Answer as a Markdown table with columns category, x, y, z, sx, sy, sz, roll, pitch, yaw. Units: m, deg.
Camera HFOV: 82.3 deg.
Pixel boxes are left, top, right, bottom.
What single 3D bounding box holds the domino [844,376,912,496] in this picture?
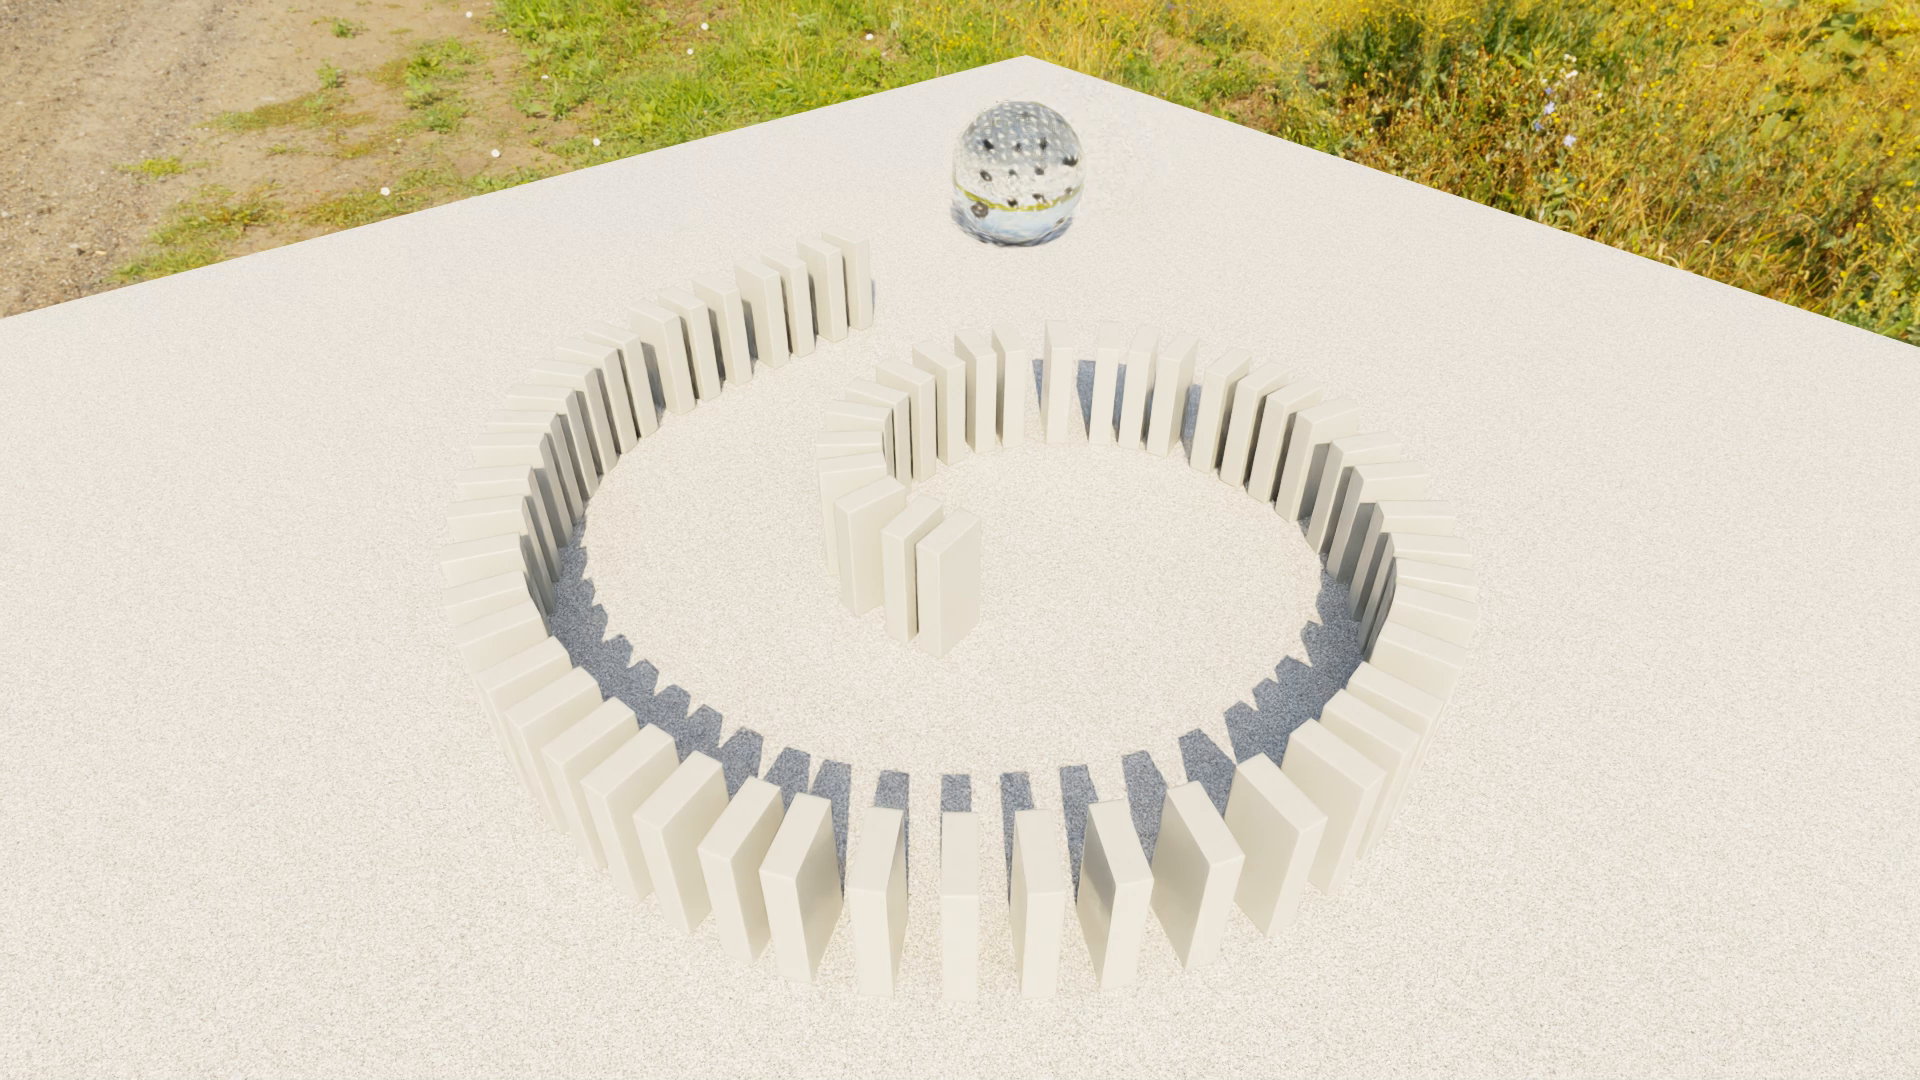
| category | x | y | z | sx | sy | sz | roll | pitch | yaw |
| --- | --- | --- | --- | --- | --- | --- | --- | --- | --- |
| domino | -0.034 | -0.042 | 0.462 | 0.025 | 0.050 | 0.009 | 20 | 43 | 23 |

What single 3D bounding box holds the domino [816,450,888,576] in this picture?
| category | x | y | z | sx | sy | sz | roll | pitch | yaw |
| --- | --- | --- | --- | --- | --- | --- | --- | --- | --- |
| domino | -0.040 | -0.010 | 0.423 | 0.025 | 0.050 | 0.010 | -8 | 40 | -10 |

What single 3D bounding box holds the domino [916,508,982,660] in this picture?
| category | x | y | z | sx | sy | sz | roll | pitch | yaw |
| --- | --- | --- | --- | --- | --- | --- | --- | --- | --- |
| domino | -0.004 | 0.016 | 0.392 | 0.009 | 0.050 | 0.025 | 24 | 45 | 27 |

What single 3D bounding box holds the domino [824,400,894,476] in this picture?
| category | x | y | z | sx | sy | sz | roll | pitch | yaw |
| --- | --- | --- | --- | --- | --- | --- | --- | --- | --- |
| domino | -0.040 | -0.032 | 0.451 | 0.025 | 0.050 | 0.009 | 10 | 40 | 11 |

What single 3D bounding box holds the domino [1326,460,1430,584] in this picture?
| category | x | y | z | sx | sy | sz | roll | pitch | yaw |
| --- | --- | --- | --- | --- | --- | --- | --- | --- | --- |
| domino | 0.159 | -0.006 | 0.419 | 0.025 | 0.050 | 0.009 | -5 | 40 | -6 |

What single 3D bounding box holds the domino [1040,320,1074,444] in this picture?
| category | x | y | z | sx | sy | sz | roll | pitch | yaw |
| --- | --- | --- | --- | --- | --- | --- | --- | --- | --- |
| domino | 0.044 | -0.071 | 0.498 | 0.009 | 0.050 | 0.025 | -2 | 39 | -2 |

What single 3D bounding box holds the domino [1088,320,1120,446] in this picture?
| category | x | y | z | sx | sy | sz | roll | pitch | yaw |
| --- | --- | --- | --- | --- | --- | --- | --- | --- | --- |
| domino | 0.065 | -0.071 | 0.498 | 0.009 | 0.050 | 0.025 | 5 | 40 | 6 |

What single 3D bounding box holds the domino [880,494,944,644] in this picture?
| category | x | y | z | sx | sy | sz | roll | pitch | yaw |
| --- | --- | --- | --- | --- | --- | --- | --- | --- | --- |
| domino | -0.017 | 0.011 | 0.398 | 0.009 | 0.050 | 0.025 | 22 | 44 | 25 |

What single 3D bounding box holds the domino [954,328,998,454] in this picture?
| category | x | y | z | sx | sy | sz | roll | pitch | yaw |
| --- | --- | --- | --- | --- | --- | --- | --- | --- | --- |
| domino | 0.007 | -0.066 | 0.492 | 0.010 | 0.050 | 0.025 | -15 | 42 | -18 |

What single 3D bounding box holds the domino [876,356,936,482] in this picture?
| category | x | y | z | sx | sy | sz | roll | pitch | yaw |
| --- | --- | --- | --- | --- | --- | --- | --- | --- | --- |
| domino | -0.023 | -0.052 | 0.474 | 0.025 | 0.050 | 0.010 | 28 | 47 | 30 |

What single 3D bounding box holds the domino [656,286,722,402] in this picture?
| category | x | y | z | sx | sy | sz | roll | pitch | yaw |
| --- | --- | --- | --- | --- | --- | --- | --- | --- | --- |
| domino | -0.129 | -0.093 | 0.525 | 0.025 | 0.050 | 0.009 | 29 | 47 | 31 |

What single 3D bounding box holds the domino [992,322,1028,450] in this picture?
| category | x | y | z | sx | sy | sz | roll | pitch | yaw |
| --- | --- | --- | --- | --- | --- | --- | --- | --- | --- |
| domino | 0.021 | -0.069 | 0.496 | 0.009 | 0.050 | 0.025 | -8 | 40 | -10 |

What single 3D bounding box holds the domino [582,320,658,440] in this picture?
| category | x | y | z | sx | sy | sz | roll | pitch | yaw |
| --- | --- | --- | --- | --- | --- | --- | --- | --- | --- |
| domino | -0.154 | -0.072 | 0.500 | 0.025 | 0.050 | 0.009 | 21 | 44 | 24 |

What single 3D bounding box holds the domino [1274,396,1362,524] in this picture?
| category | x | y | z | sx | sy | sz | roll | pitch | yaw |
| --- | --- | --- | --- | --- | --- | --- | --- | --- | --- |
| domino | 0.146 | -0.032 | 0.451 | 0.025 | 0.050 | 0.009 | -19 | 43 | -22 |

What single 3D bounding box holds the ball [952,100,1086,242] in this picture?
| category | x | y | z | sx | sy | sz | roll | pitch | yaw |
| --- | --- | --- | --- | --- | --- | --- | --- | --- | --- |
| ball | 0.035 | -0.219 | 0.655 | 0.080 | 0.080 | 0.080 | 0 | 39 | 0 |

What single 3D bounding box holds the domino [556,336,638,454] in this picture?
| category | x | y | z | sx | sy | sz | roll | pitch | yaw |
| --- | --- | --- | --- | --- | --- | --- | --- | --- | --- |
| domino | -0.161 | -0.064 | 0.489 | 0.025 | 0.050 | 0.009 | 15 | 42 | 18 |

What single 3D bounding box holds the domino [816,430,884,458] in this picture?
| category | x | y | z | sx | sy | sz | roll | pitch | yaw |
| --- | --- | --- | --- | --- | --- | --- | --- | --- | --- |
| domino | -0.042 | -0.020 | 0.436 | 0.025 | 0.050 | 0.010 | -1 | 39 | -2 |

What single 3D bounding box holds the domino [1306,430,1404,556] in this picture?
| category | x | y | z | sx | sy | sz | roll | pitch | yaw |
| --- | --- | --- | --- | --- | --- | --- | --- | --- | --- |
| domino | 0.155 | -0.018 | 0.434 | 0.025 | 0.050 | 0.009 | -9 | 40 | -11 |

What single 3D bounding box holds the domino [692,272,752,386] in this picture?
| category | x | y | z | sx | sy | sz | roll | pitch | yaw |
| --- | --- | --- | --- | --- | --- | --- | --- | --- | --- |
| domino | -0.116 | -0.102 | 0.537 | 0.025 | 0.050 | 0.010 | 31 | 49 | 32 |

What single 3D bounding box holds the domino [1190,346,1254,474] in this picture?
| category | x | y | z | sx | sy | sz | roll | pitch | yaw |
| --- | --- | --- | --- | --- | --- | --- | --- | --- | --- |
| domino | 0.114 | -0.056 | 0.480 | 0.010 | 0.050 | 0.025 | 27 | 46 | 29 |

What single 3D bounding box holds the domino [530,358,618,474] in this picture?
| category | x | y | z | sx | sy | sz | roll | pitch | yaw |
| --- | --- | --- | --- | --- | --- | --- | --- | --- | --- |
| domino | -0.167 | -0.053 | 0.476 | 0.025 | 0.050 | 0.009 | 9 | 40 | 11 |

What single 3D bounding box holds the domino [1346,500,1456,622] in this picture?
| category | x | y | z | sx | sy | sz | roll | pitch | yaw |
| --- | --- | --- | --- | --- | --- | --- | --- | --- | --- |
| domino | 0.160 | 0.008 | 0.401 | 0.025 | 0.050 | 0.010 | 0 | 39 | 0 |

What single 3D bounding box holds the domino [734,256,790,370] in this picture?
| category | x | y | z | sx | sy | sz | roll | pitch | yaw |
| --- | --- | --- | --- | --- | --- | --- | --- | --- | --- |
| domino | -0.099 | -0.113 | 0.550 | 0.009 | 0.050 | 0.025 | -32 | 49 | -33 |

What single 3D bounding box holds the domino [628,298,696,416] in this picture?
| category | x | y | z | sx | sy | sz | roll | pitch | yaw |
| --- | --- | --- | --- | --- | --- | --- | --- | --- | --- |
| domino | -0.140 | -0.085 | 0.516 | 0.025 | 0.050 | 0.009 | 27 | 46 | 29 |

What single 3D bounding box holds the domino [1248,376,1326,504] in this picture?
| category | x | y | z | sx | sy | sz | roll | pitch | yaw |
| --- | --- | --- | --- | --- | --- | --- | --- | --- | --- |
| domino | 0.137 | -0.042 | 0.462 | 0.025 | 0.050 | 0.009 | -26 | 46 | -28 |

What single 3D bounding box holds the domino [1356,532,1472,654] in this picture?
| category | x | y | z | sx | sy | sz | roll | pitch | yaw |
| --- | --- | --- | --- | --- | --- | --- | --- | --- | --- |
| domino | 0.159 | 0.020 | 0.386 | 0.025 | 0.050 | 0.009 | 5 | 40 | 6 |

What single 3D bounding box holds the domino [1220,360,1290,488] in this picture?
| category | x | y | z | sx | sy | sz | roll | pitch | yaw |
| --- | --- | --- | --- | --- | --- | --- | --- | --- | --- |
| domino | 0.126 | -0.049 | 0.472 | 0.025 | 0.050 | 0.009 | -32 | 49 | -33 |

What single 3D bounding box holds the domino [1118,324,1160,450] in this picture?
| category | x | y | z | sx | sy | sz | roll | pitch | yaw |
| --- | --- | --- | --- | --- | --- | --- | --- | --- | --- |
| domino | 0.081 | -0.068 | 0.495 | 0.010 | 0.050 | 0.025 | 12 | 41 | 14 |

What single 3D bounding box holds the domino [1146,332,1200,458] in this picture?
| category | x | y | z | sx | sy | sz | roll | pitch | yaw |
| --- | --- | --- | --- | --- | --- | --- | --- | --- | --- |
| domino | 0.095 | -0.064 | 0.490 | 0.010 | 0.050 | 0.025 | 19 | 43 | 22 |

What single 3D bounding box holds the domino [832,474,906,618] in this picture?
| category | x | y | z | sx | sy | sz | roll | pitch | yaw |
| --- | --- | --- | --- | --- | --- | --- | --- | --- | --- |
| domino | -0.032 | 0.003 | 0.408 | 0.025 | 0.050 | 0.009 | -27 | 47 | -29 |

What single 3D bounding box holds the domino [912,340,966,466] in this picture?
| category | x | y | z | sx | sy | sz | roll | pitch | yaw |
| --- | --- | --- | --- | --- | --- | --- | --- | --- | --- |
| domino | -0.009 | -0.060 | 0.485 | 0.010 | 0.050 | 0.025 | -27 | 46 | -29 |
